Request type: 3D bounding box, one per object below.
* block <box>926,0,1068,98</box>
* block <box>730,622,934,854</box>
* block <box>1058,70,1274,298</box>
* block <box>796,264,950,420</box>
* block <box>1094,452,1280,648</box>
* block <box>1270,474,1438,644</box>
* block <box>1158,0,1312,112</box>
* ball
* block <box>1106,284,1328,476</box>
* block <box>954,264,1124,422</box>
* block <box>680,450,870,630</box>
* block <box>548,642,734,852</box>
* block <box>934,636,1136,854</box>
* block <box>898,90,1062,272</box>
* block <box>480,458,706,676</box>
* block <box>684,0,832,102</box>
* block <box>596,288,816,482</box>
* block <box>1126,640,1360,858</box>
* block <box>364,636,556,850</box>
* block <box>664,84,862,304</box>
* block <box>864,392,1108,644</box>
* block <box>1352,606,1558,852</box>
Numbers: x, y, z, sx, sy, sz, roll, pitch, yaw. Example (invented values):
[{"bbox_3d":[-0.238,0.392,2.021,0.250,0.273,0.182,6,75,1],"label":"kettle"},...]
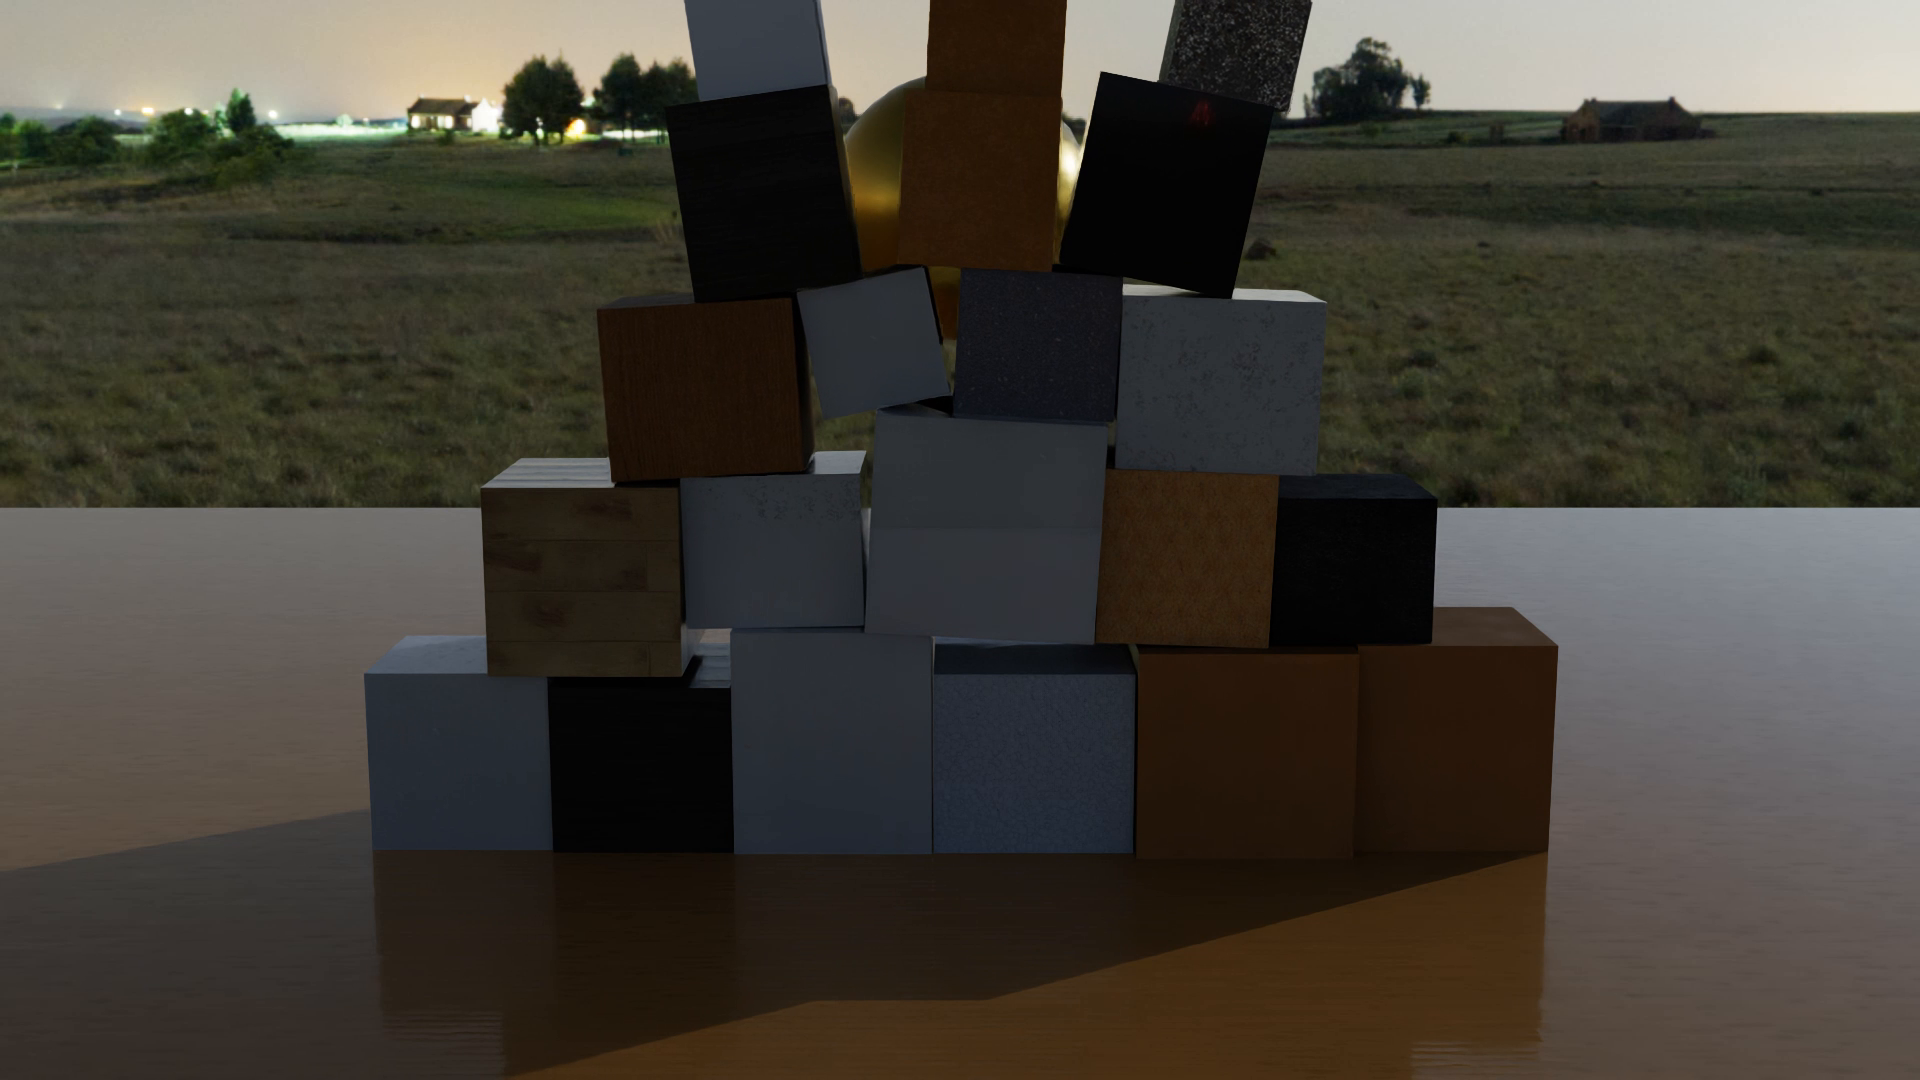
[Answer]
[{"bbox_3d":[0.178,-2.516,10.720,0.650,0.689,0.590,3,10,-1],"label":"block"},{"bbox_3d":[-0.633,0.922,11.344,0.984,1.128,0.994,0,10,0],"label":"block"},{"bbox_3d":[0.998,-1.761,10.881,0.838,0.922,0.879,12,10,0],"label":"block"},{"bbox_3d":[-0.418,-1.014,10.991,0.628,0.628,0.748,-11,10,2],"label":"block"},{"bbox_3d":[1.108,0.016,11.172,0.852,0.863,0.877,2,10,0],"label":"block"},{"bbox_3d":[1.938,0.081,11.198,0.787,0.725,0.810,0,10,0],"label":"block"},{"bbox_3d":[1.333,-2.419,10.772,0.597,0.520,0.598,11,10,-2],"label":"block"},{"bbox_3d":[0.000,-1.990,13.151,1.600,1.600,1.600,0,10,0],"label":"ball"},{"bbox_3d":[1.256,-0.817,11.020,0.979,0.841,0.843,2,10,0],"label":"block"},{"bbox_3d":[0.377,-1.010,11.008,0.781,0.708,0.758,3,10,-1],"label":"block"},{"bbox_3d":[-0.919,-0.014,11.184,0.877,0.760,0.803,-1,10,0],"label":"block"},{"bbox_3d":[-1.582,1.056,11.389,0.893,0.847,0.987,0,10,0],"label":"block"},{"bbox_3d":[0.366,1.027,11.359,0.995,0.916,0.951,0,10,0],"label":"block"},{"bbox_3d":[0.092,-1.778,10.863,0.743,0.821,0.767,3,10,-1],"label":"block"},{"bbox_3d":[-1.841,0.119,11.204,0.952,0.938,1.008,0,10,0],"label":"block"},{"bbox_3d":[-0.980,-2.462,10.749,0.611,0.569,0.640,-8,10,1],"label":"block"},{"bbox_3d":[-1.252,-0.797,11.037,0.939,0.839,0.851,-3,10,1],"label":"block"},{"bbox_3d":[1.410,0.964,11.362,1.073,1.039,1.153,0,10,0],"label":"block"},{"bbox_3d":[-2.490,1.031,11.353,0.904,0.910,0.845,0,10,0],"label":"block"},{"bbox_3d":[-0.949,-1.715,10.855,0.782,0.934,0.789,-8,10,1],"label":"block"},{"bbox_3d":[0.124,-0.143,11.135,1.115,1.069,1.095,3,10,-1],"label":"block"},{"bbox_3d":[2.450,0.957,11.358,0.986,1.054,0.919,0,10,0],"label":"block"}]
